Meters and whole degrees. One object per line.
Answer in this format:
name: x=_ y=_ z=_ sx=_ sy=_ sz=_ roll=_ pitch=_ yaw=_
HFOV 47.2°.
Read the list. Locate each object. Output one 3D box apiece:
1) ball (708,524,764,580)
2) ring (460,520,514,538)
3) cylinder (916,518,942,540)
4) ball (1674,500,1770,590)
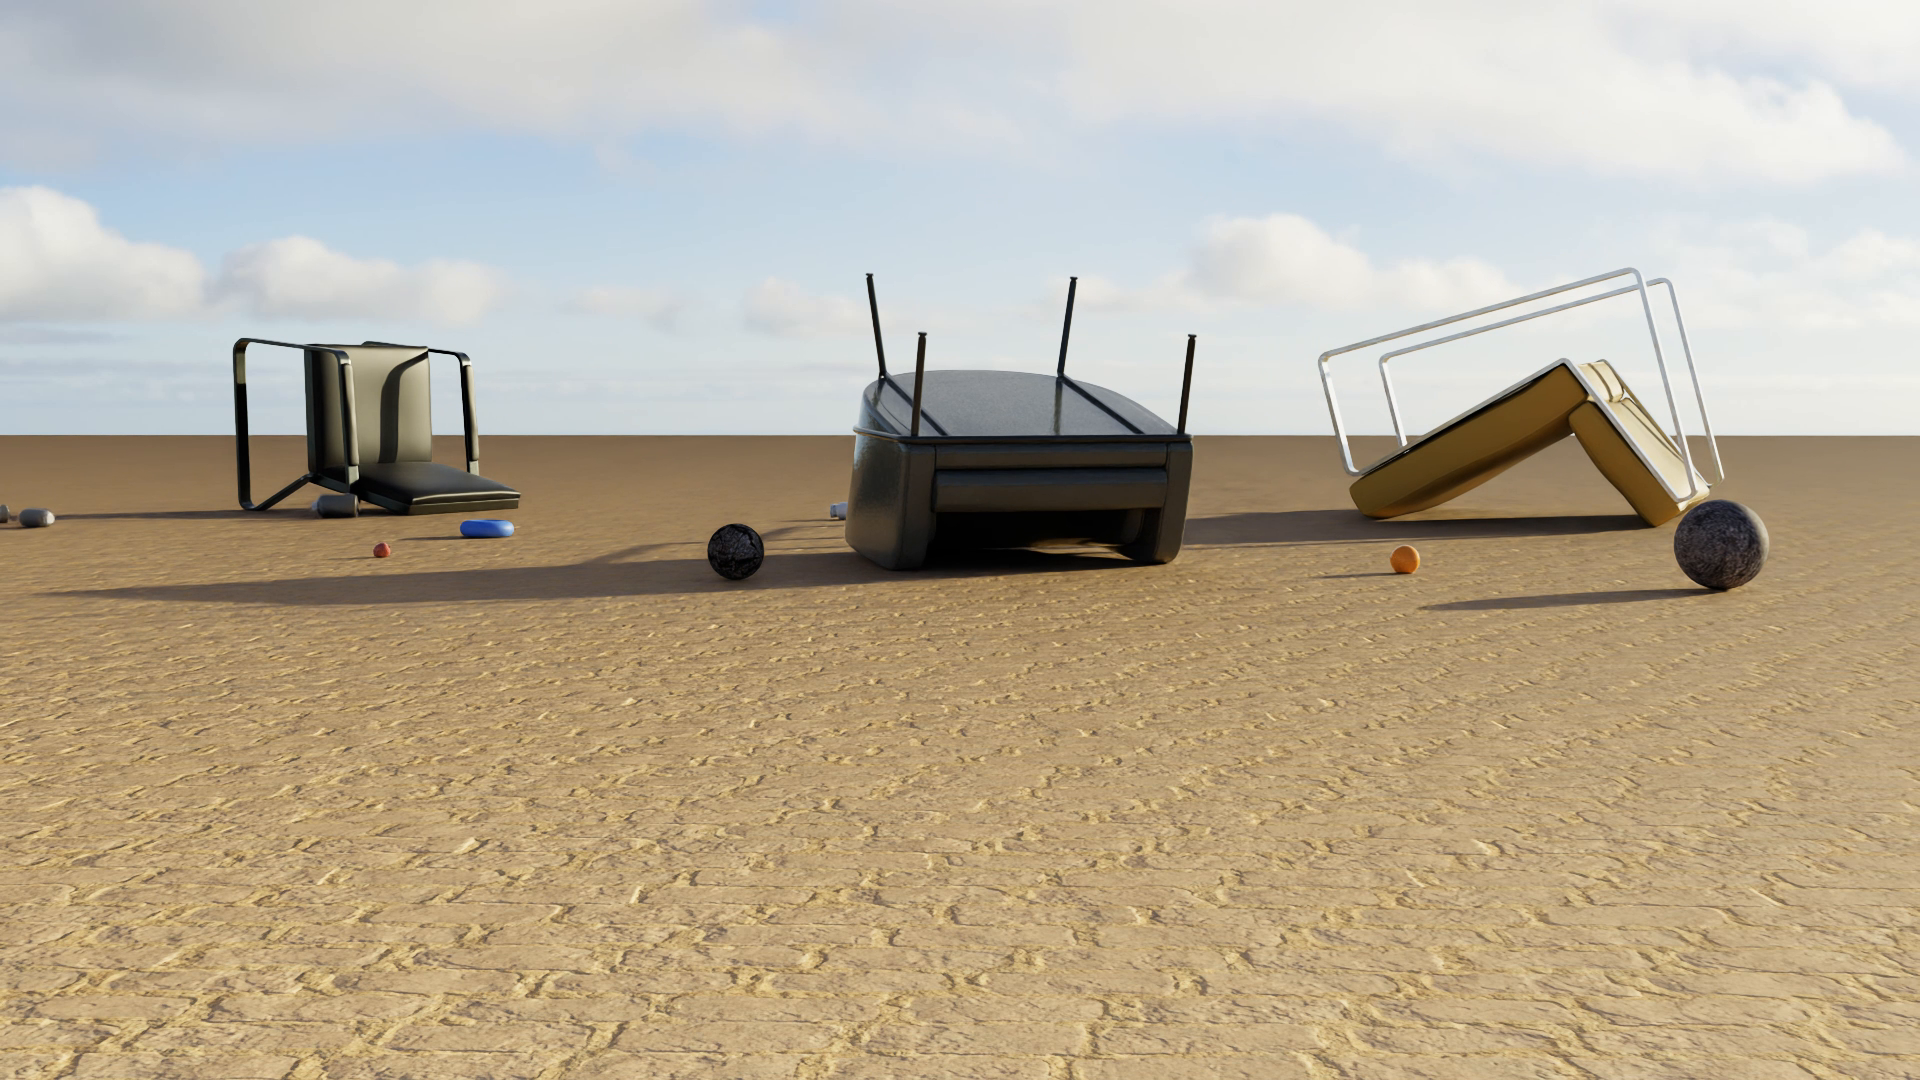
ball: x=-0.527 y=0.027 z=5.172 sx=0.133 sy=0.133 sz=0.133 roll=0 pitch=4 yaw=0
ring: x=-1.439 y=-0.034 z=6.688 sx=0.165 sy=0.051 sz=0.157 roll=3 pitch=4 yaw=28
cylinder: x=-0.092 y=-0.030 z=6.555 sx=0.071 sy=0.053 sz=0.103 roll=-33 pitch=8 yaw=10
ball: x=1.703 y=0.010 z=4.919 sx=0.203 sy=0.203 sz=0.203 roll=0 pitch=4 yaw=0
